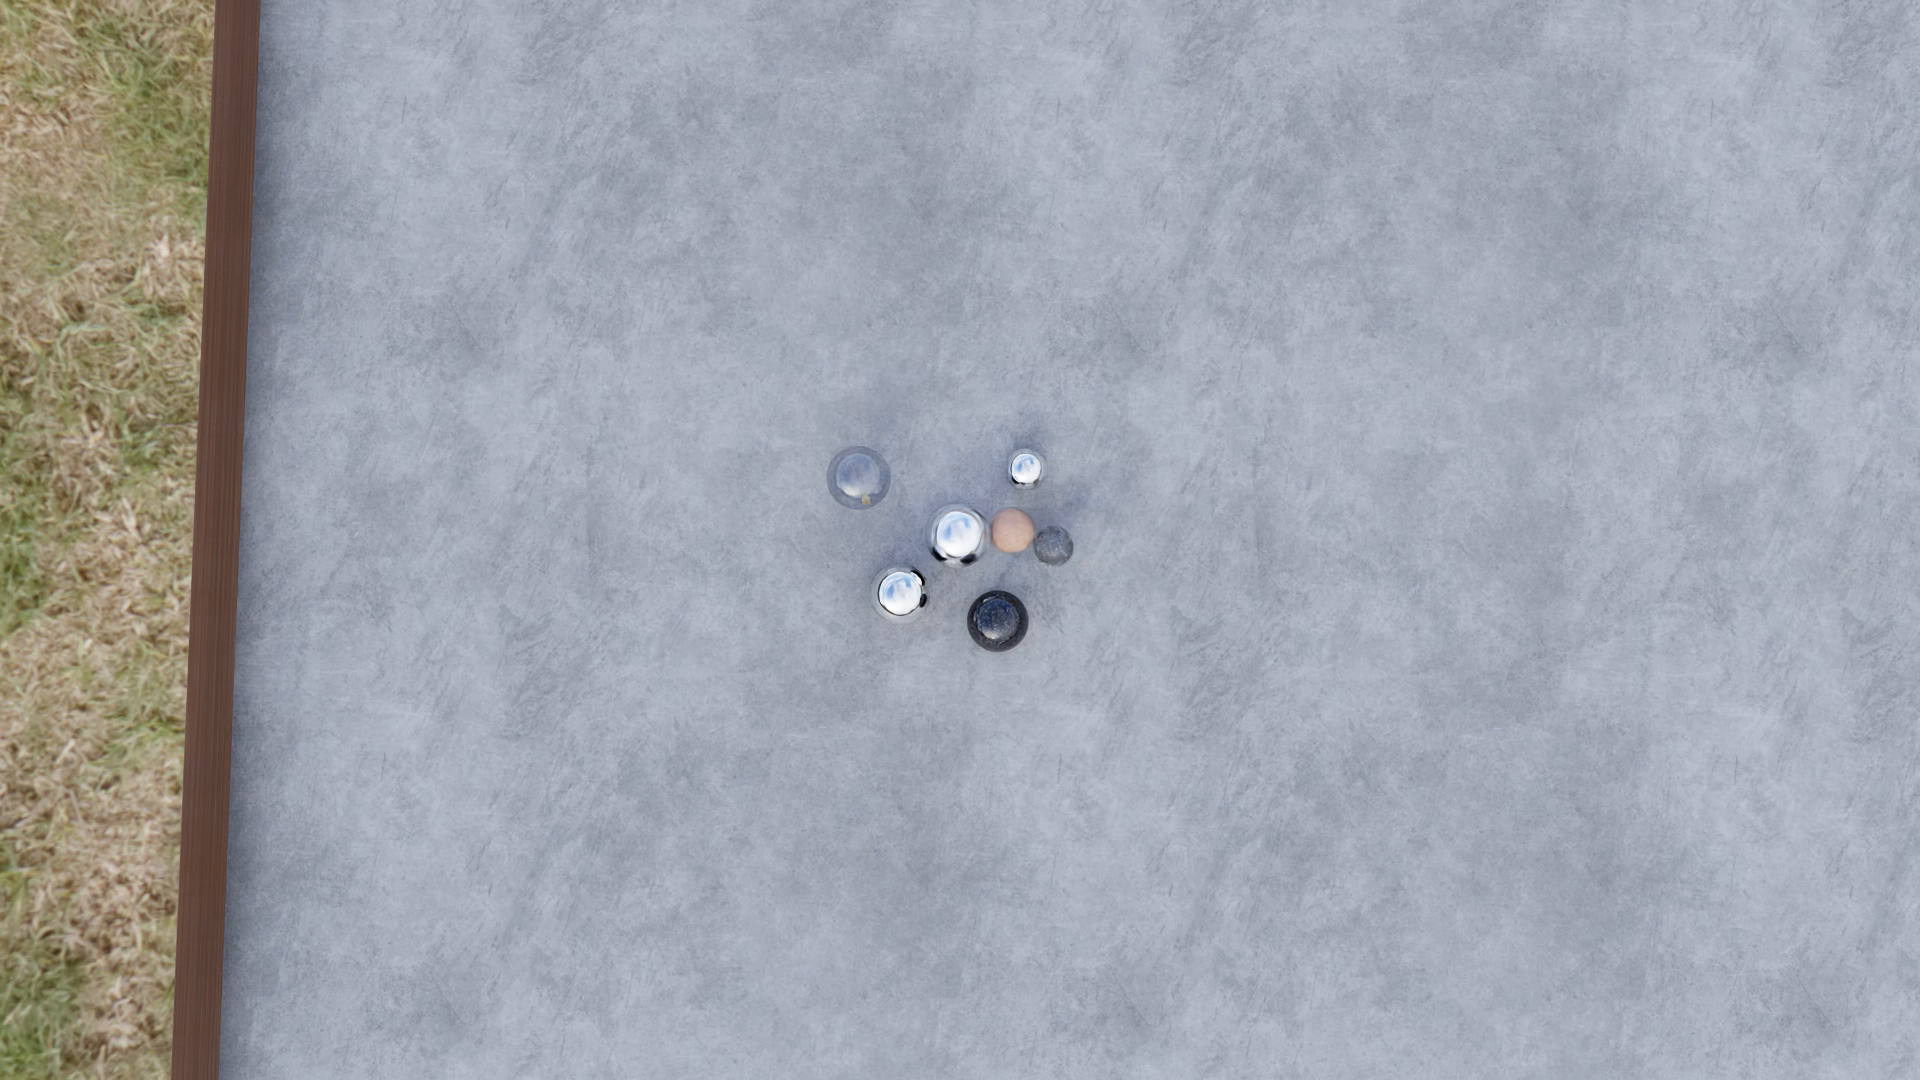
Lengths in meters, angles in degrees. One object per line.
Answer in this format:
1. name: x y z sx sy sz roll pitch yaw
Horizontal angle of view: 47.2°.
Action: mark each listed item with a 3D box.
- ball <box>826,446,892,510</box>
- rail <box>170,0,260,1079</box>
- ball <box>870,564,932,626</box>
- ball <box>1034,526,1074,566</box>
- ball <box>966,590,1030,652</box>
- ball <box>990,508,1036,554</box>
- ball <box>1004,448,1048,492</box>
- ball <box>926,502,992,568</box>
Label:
1. ball: -0.150 -0.092 3.251 0.097 0.097 0.097 0 84 0
2. rail: -1.080 -0.005 3.226 0.045 0.125 2.396 0 84 0
3. ball: -0.088 0.080 3.235 0.090 0.090 0.090 0 84 0
4. ball: 0.139 0.009 3.258 0.060 0.060 0.060 0 84 0
5. ball: 0.056 0.119 3.230 0.092 0.092 0.092 0 84 0
6. ball: 0.078 -0.014 3.257 0.067 0.067 0.067 0 84 0
7. ball: 0.098 -0.105 3.269 0.064 0.064 0.064 0 84 0
8. ball: -0.002 -0.007 3.241 0.096 0.096 0.096 0 84 0
